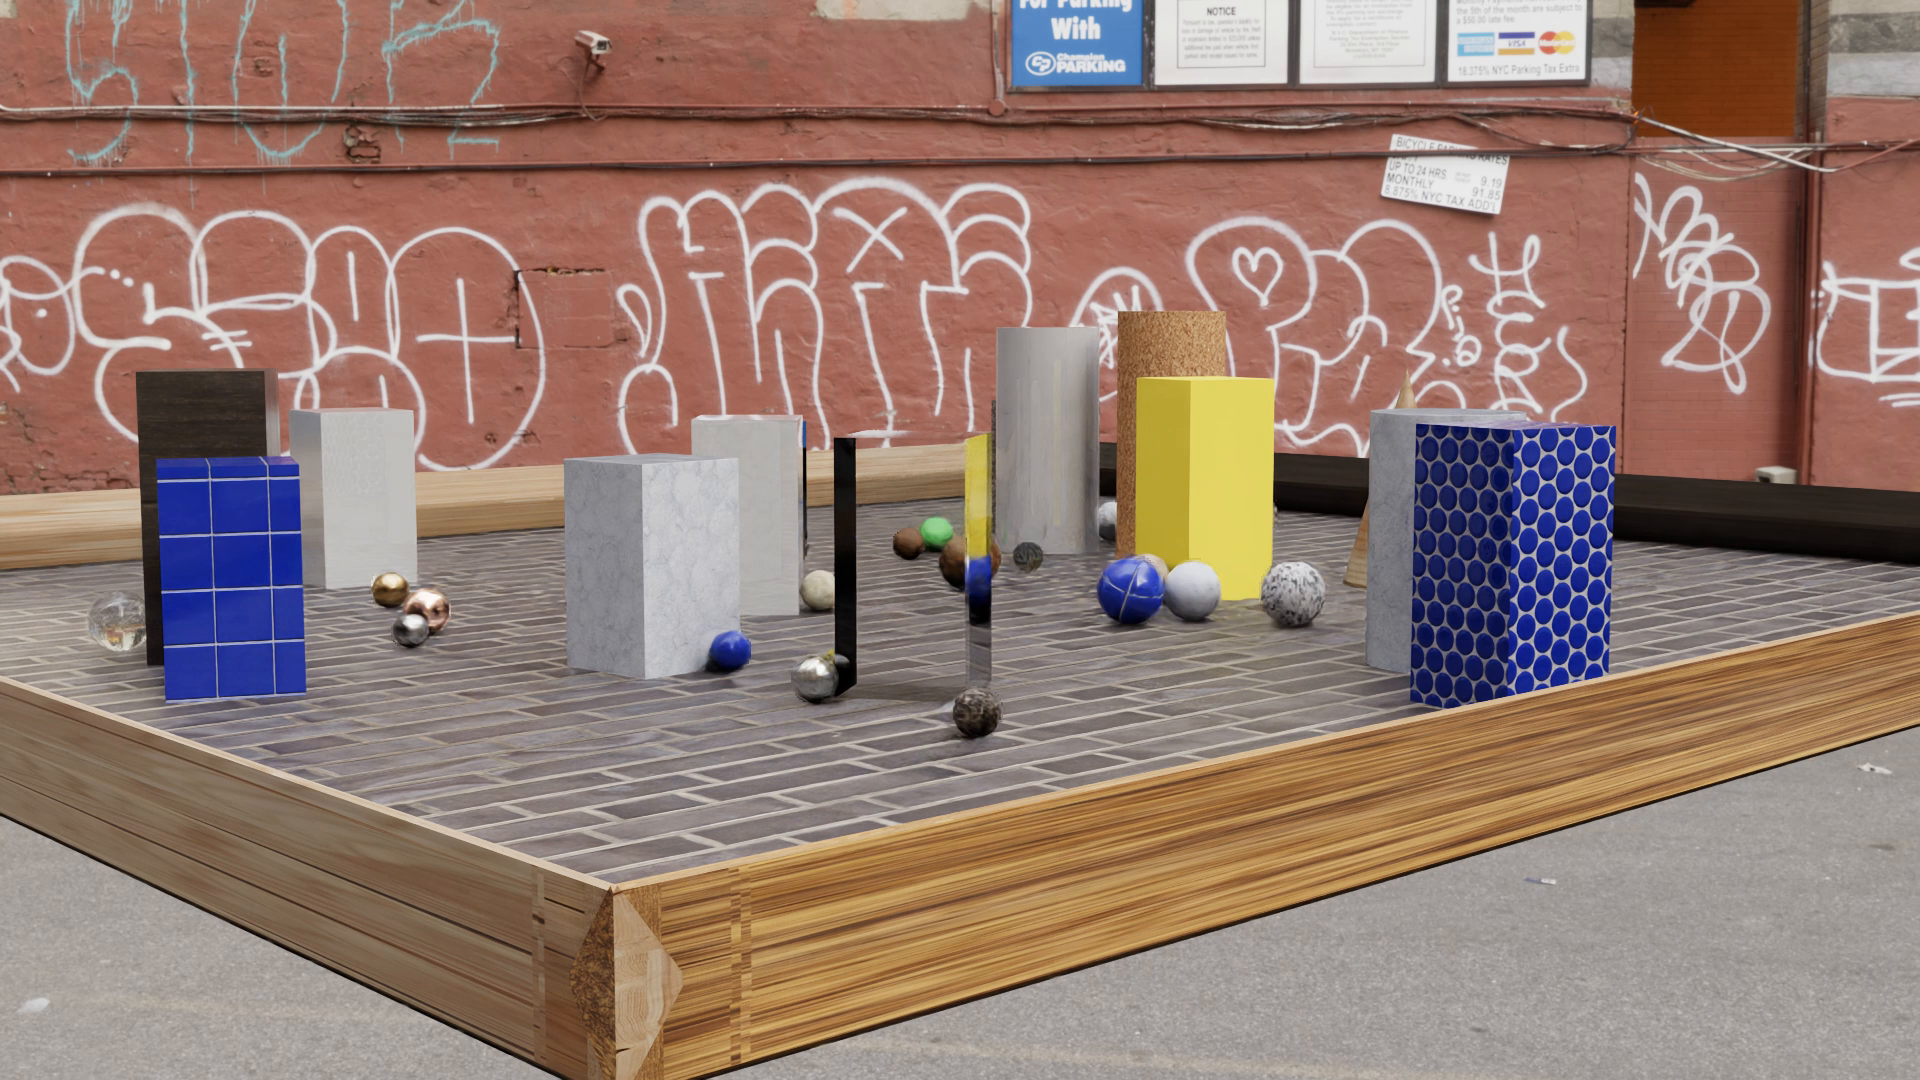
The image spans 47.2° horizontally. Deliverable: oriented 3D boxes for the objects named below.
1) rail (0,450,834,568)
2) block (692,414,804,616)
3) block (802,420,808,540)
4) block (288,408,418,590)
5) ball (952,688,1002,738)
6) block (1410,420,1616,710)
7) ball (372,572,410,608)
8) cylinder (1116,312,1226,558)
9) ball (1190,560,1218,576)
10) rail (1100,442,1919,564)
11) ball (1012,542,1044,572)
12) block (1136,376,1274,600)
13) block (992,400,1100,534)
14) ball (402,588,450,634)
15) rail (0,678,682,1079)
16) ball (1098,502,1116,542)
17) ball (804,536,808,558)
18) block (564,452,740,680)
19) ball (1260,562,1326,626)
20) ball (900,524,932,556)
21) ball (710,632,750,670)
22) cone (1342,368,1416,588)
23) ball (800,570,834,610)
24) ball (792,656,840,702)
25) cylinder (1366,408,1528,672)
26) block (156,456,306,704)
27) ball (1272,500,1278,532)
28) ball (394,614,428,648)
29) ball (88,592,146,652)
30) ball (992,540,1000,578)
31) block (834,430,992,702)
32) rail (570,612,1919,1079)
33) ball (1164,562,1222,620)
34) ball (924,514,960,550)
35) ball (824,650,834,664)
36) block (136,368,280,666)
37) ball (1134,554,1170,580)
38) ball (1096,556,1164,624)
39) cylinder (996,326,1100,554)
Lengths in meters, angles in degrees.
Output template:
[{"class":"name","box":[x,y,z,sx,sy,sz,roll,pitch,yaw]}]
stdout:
[{"class":"rail","box":[-0.951,-0.076,4.357,3.156,0.124,0.045,-6,8,-42]},{"class":"block","box":[-0.313,-0.040,3.260,0.153,0.284,0.153,0,6,-1]},{"class":"block","box":[-0.392,-0.108,4.158,0.153,0.231,0.153,2,6,21]},{"class":"block","box":[-0.990,-0.072,3.586,0.153,0.280,0.153,-4,7,-35]},{"class":"ball","box":[0.018,0.180,2.291,0.051,0.051,0.051,0,6,0]},{"class":"block","box":[0.617,0.029,2.461,0.153,0.315,0.153,-4,7,-30]},{"class":"ball","box":[-0.848,0.075,3.275,0.054,0.054,0.054,0,6,0]},{"class":"cylinder","box":[0.374,-0.186,3.905,0.191,0.439,0.191,0,6,0]},{"class":"ball","box":[0.347,0.067,3.252,0.074,0.074,0.074,0,6,0]},{"class":"rail","box":[1.142,-0.078,4.380,0.045,0.124,2.853,-6,8,-42]},{"class":"ball","box":[0.116,0.028,3.726,0.052,0.052,0.052,0,6,0]},{"class":"block","box":[0.379,-0.082,3.415,0.153,0.337,0.153,-3,7,-27]},{"class":"block","box":[0.170,-0.146,4.363,0.153,0.264,0.153,5,8,41]},{"class":"ball","box":[-0.731,0.097,3.012,0.063,0.063,0.063,0,6,0]},{"class":"rail","box":[-1.142,0.143,2.284,0.045,0.124,2.853,-6,8,-42]},{"class":"ball","box":[0.291,-0.035,4.216,0.075,0.075,0.075,0,6,0]},{"class":"ball","box":[-0.297,0.012,3.760,0.076,0.076,0.076,0,6,0]},{"class":"block","box":[-0.383,0.028,2.740,0.153,0.259,0.153,6,8,42]},{"class":"ball","box":[0.468,0.075,3.090,0.091,0.091,0.091,0,6,0]},{"class":"ball","box":[-0.080,0.001,3.958,0.057,0.057,0.057,0,6,0]},{"class":"ball","box":[-0.284,0.137,2.709,0.049,0.049,0.049,0,6,0]},{"class":"cone","box":[0.716,-0.102,3.542,0.191,0.349,0.191,0,6,0]},{"class":"ball","box":[-0.206,0.075,3.244,0.059,0.059,0.059,0,6,0]},{"class":"ball","box":[-0.163,0.158,2.493,0.052,0.052,0.052,0,6,0]},{"class":"cylinder","box":[0.607,-0.002,2.753,0.191,0.316,0.191,0,6,0]},{"class":"block","box":[-0.853,0.042,2.569,0.153,0.267,0.153,-2,6,-20]},{"class":"ball","box":[0.565,-0.045,4.224,0.093,0.093,0.093,0,6,0]},{"class":"ball","box":[-0.723,0.119,2.894,0.045,0.045,0.045,0,6,0]},{"class":"ball","box":[-1.093,0.106,2.864,0.078,0.078,0.078,0,6,0]},{"class":"ball","box":[0.022,0.030,3.535,0.087,0.087,0.087,0,6,0]},{"class":"block","box":[-0.053,0.026,2.564,0.153,0.299,0.153,1,6,12]},{"class":"rail","box":[0.951,0.140,2.307,3.156,0.124,0.045,-6,8,-42]},{"class":"ball","box":[0.332,0.073,3.144,0.084,0.084,0.084,0,6,0]},{"class":"ball","box":[-0.034,-0.015,4.076,0.065,0.065,0.065,0,6,0]},{"class":"ball","box":[-0.145,0.150,2.610,0.042,0.042,0.042,0,6,0]},{"class":"block","box":[-0.956,-0.035,2.819,0.153,0.367,0.153,-1,6,-11]},{"class":"ball","box":[0.286,0.056,3.362,0.071,0.071,0.071,0,6,0]},{"class":"ball","box":[0.241,0.072,3.105,0.095,0.095,0.095,0,6,0]},{"class":"cylinder","box":[0.162,-0.187,4.063,0.191,0.409,0.191,0,6,0]}]
